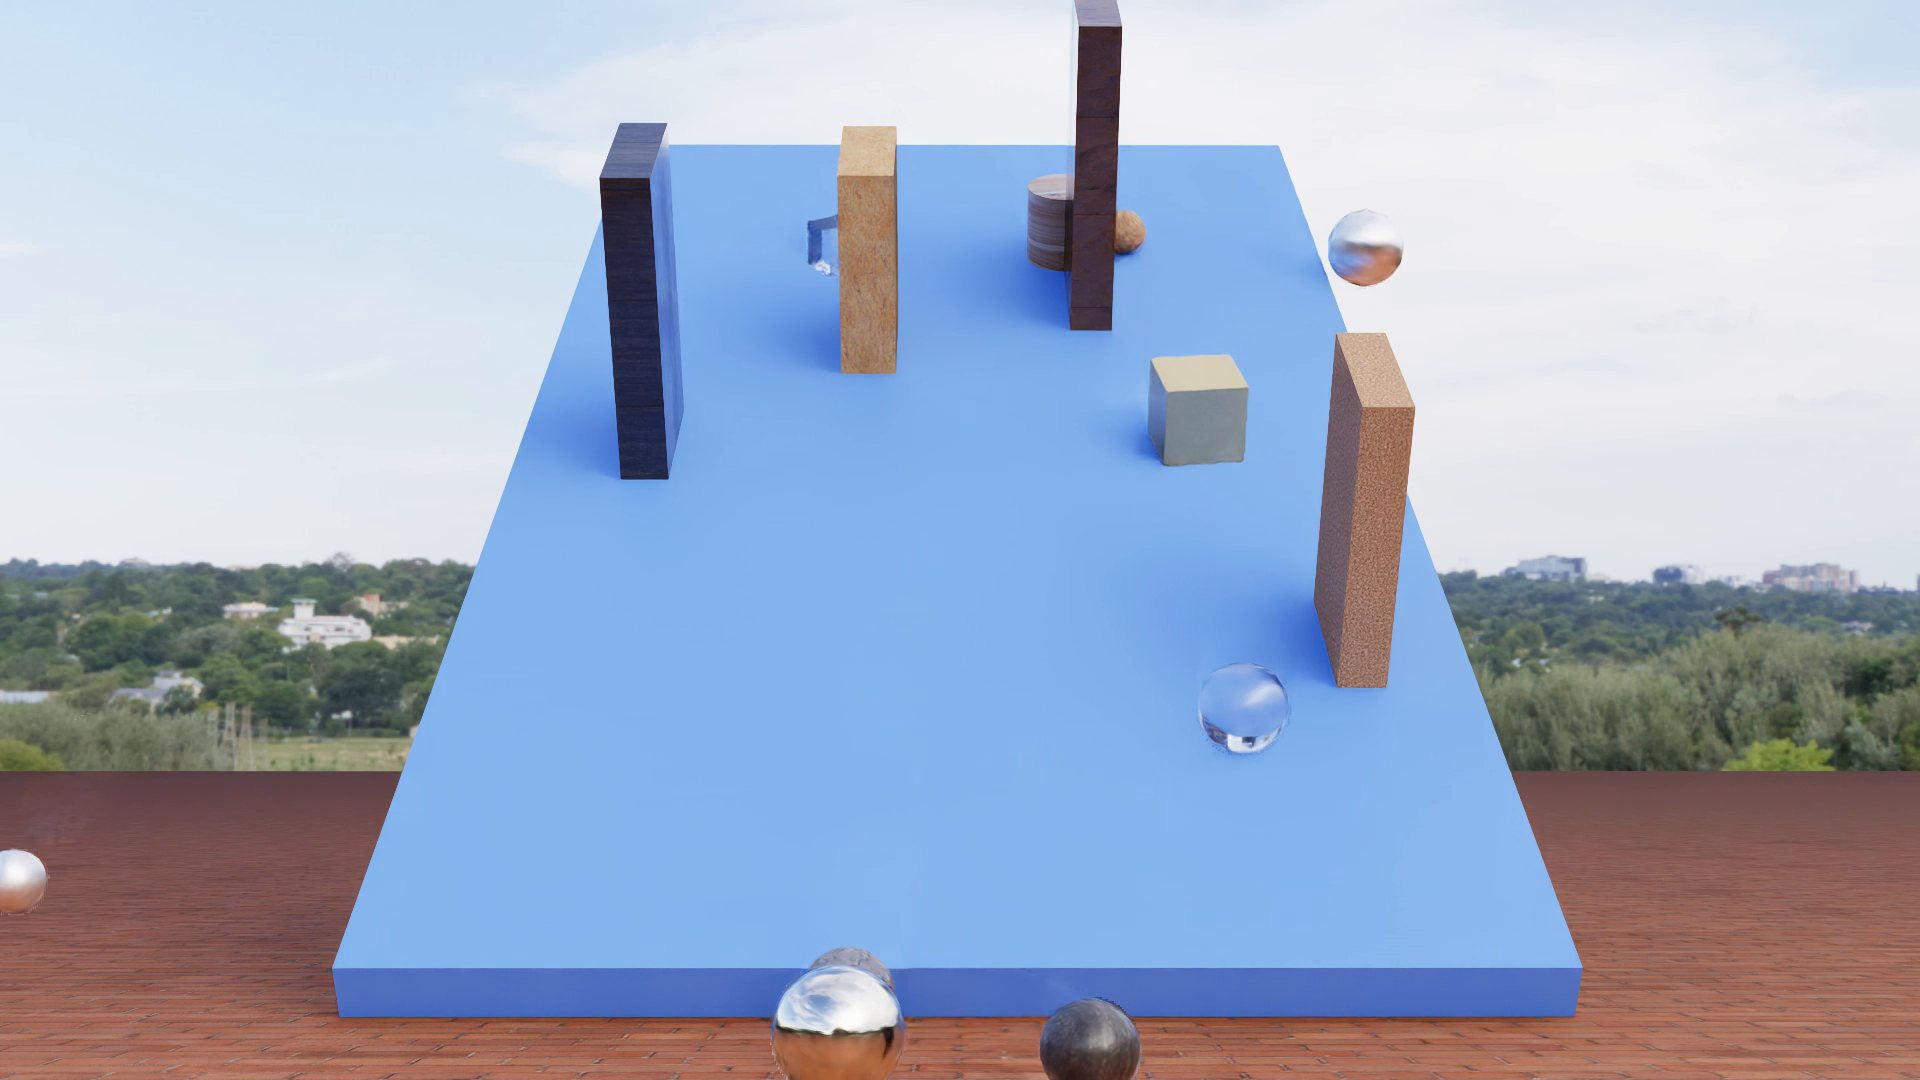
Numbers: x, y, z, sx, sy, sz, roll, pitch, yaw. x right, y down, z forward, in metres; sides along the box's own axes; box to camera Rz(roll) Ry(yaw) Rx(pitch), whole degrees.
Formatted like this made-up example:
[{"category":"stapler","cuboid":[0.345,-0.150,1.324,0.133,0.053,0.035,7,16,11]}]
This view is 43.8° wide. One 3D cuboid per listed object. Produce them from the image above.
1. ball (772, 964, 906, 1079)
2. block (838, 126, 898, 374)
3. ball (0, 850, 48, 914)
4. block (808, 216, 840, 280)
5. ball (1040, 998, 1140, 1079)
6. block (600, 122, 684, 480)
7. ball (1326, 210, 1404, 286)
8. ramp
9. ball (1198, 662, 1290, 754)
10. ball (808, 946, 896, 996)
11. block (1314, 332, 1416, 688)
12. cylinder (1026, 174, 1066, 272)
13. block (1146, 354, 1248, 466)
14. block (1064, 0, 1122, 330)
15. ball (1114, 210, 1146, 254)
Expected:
[{"category":"ball","cuboid":[-0.148,0.601,2.922,0.163,0.163,0.163,0,-5,0]},{"category":"block","cuboid":[-0.223,-0.716,5.884,0.133,0.508,0.361,0,28,0]},{"category":"ball","cuboid":[-2.049,0.738,5.174,0.137,0.137,0.137,0,-5,0]},{"category":"block","cuboid":[-0.325,-0.791,6.427,0.124,0.124,0.124,-16,32,-28]},{"category":"ball","cuboid":[0.158,0.621,2.917,0.122,0.122,0.122,0,-5,0]},{"category":"block","cuboid":[-0.704,-0.532,5.329,0.106,0.707,0.360,0,28,0]},{"category":"ball","cuboid":[1.082,-0.779,6.380,0.204,0.204,0.204,0,-5,0]},{"category":"ramp","cuboid":[-0.012,-0.221,5.608,2.000,0.100,4.000,0,28,0]},{"category":"ball","cuboid":[0.515,0.306,4.353,0.166,0.166,0.166,0,-5,0]},{"category":"ball","cuboid":[-0.165,0.671,3.534,0.139,0.139,0.139,0,-5,0]},{"category":"block","cuboid":[0.769,-0.058,4.581,0.095,0.592,0.337,0,28,0]},{"category":"cylinder","cuboid":[0.284,-0.860,6.476,0.203,0.203,0.203,0,28,0]},{"category":"block","cuboid":[0.540,-0.297,5.450,0.186,0.186,0.186,-4,29,-7]},{"category":"block","cuboid":[0.334,-0.975,6.072,0.105,0.788,0.399,0,28,0]},{"category":"ball","cuboid":[0.448,-0.843,6.533,0.119,0.119,0.119,0,-5,0]}]
